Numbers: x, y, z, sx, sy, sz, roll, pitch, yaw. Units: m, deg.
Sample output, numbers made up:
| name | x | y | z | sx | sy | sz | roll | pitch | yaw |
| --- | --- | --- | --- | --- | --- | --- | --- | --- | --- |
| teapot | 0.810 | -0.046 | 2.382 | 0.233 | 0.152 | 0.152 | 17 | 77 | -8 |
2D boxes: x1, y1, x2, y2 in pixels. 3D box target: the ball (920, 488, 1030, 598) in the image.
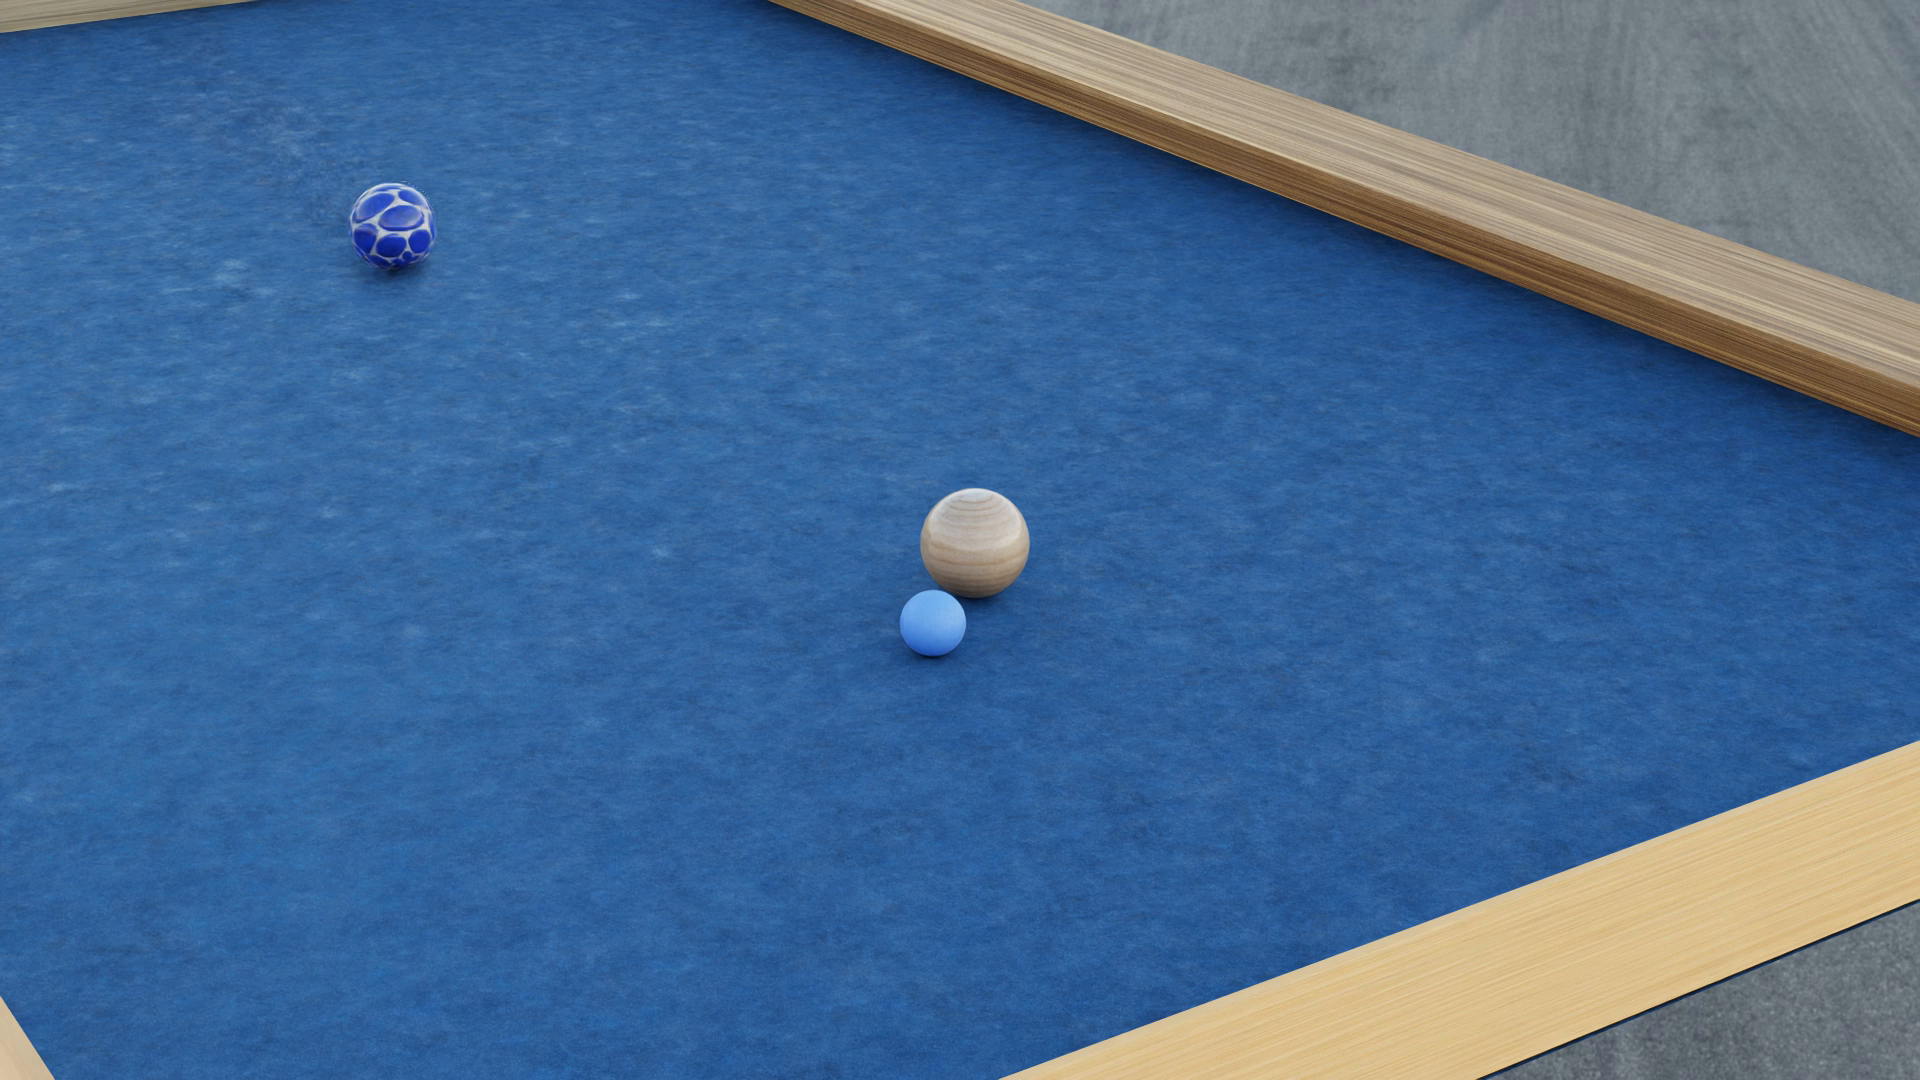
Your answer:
| name | x | y | z | sx | sy | sz | roll | pitch | yaw |
| --- | --- | --- | --- | --- | --- | --- | --- | --- | --- |
| ball | 0.012 | 0.002 | 2.288 | 0.086 | 0.086 | 0.086 | 0 | 23 | 0 |

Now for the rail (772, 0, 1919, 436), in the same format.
| name | x | y | z | sx | sy | sz | roll | pitch | yaw |
| --- | --- | --- | --- | --- | --- | --- | --- | --- | --- |
| rail | 0.312 | -0.457 | 3.322 | 0.045 | 0.117 | 3.022 | -14 | 27 | -30 |

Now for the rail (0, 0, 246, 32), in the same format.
| name | x | y | z | sx | sy | sz | roll | pitch | yaw |
| --- | --- | --- | --- | --- | --- | --- | --- | --- | --- |
| rail | -1.223 | -0.762 | 4.035 | 1.775 | 0.117 | 0.045 | -14 | 27 | -30 |

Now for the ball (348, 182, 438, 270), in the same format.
| name | x | y | z | sx | sy | sz | roll | pitch | yaw |
| --- | --- | --- | --- | --- | --- | --- | --- | --- | --- |
| ball | -0.588 | -0.325 | 3.048 | 0.090 | 0.090 | 0.090 | 0 | 23 | 0 |

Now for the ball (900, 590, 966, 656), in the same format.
| name | x | y | z | sx | sy | sz | roll | pitch | yaw |
| --- | --- | --- | --- | --- | --- | --- | --- | --- | --- |
| ball | -0.020 | 0.062 | 2.194 | 0.050 | 0.050 | 0.050 | 0 | 23 | 0 |

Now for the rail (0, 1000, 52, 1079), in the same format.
| name | x | y | z | sx | sy | sz | roll | pitch | yaw |
| --- | --- | --- | --- | --- | --- | --- | --- | --- | --- |
| rail | -1.136 | -0.088 | 2.456 | 0.045 | 0.117 | 3.022 | -14 | 27 | -30 |

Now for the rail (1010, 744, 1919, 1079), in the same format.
| name | x | y | z | sx | sy | sz | roll | pitch | yaw |
| --- | --- | --- | --- | --- | --- | --- | --- | --- | --- |
| rail | 0.399 | 0.217 | 1.742 | 1.775 | 0.117 | 0.045 | -14 | 27 | -30 |
